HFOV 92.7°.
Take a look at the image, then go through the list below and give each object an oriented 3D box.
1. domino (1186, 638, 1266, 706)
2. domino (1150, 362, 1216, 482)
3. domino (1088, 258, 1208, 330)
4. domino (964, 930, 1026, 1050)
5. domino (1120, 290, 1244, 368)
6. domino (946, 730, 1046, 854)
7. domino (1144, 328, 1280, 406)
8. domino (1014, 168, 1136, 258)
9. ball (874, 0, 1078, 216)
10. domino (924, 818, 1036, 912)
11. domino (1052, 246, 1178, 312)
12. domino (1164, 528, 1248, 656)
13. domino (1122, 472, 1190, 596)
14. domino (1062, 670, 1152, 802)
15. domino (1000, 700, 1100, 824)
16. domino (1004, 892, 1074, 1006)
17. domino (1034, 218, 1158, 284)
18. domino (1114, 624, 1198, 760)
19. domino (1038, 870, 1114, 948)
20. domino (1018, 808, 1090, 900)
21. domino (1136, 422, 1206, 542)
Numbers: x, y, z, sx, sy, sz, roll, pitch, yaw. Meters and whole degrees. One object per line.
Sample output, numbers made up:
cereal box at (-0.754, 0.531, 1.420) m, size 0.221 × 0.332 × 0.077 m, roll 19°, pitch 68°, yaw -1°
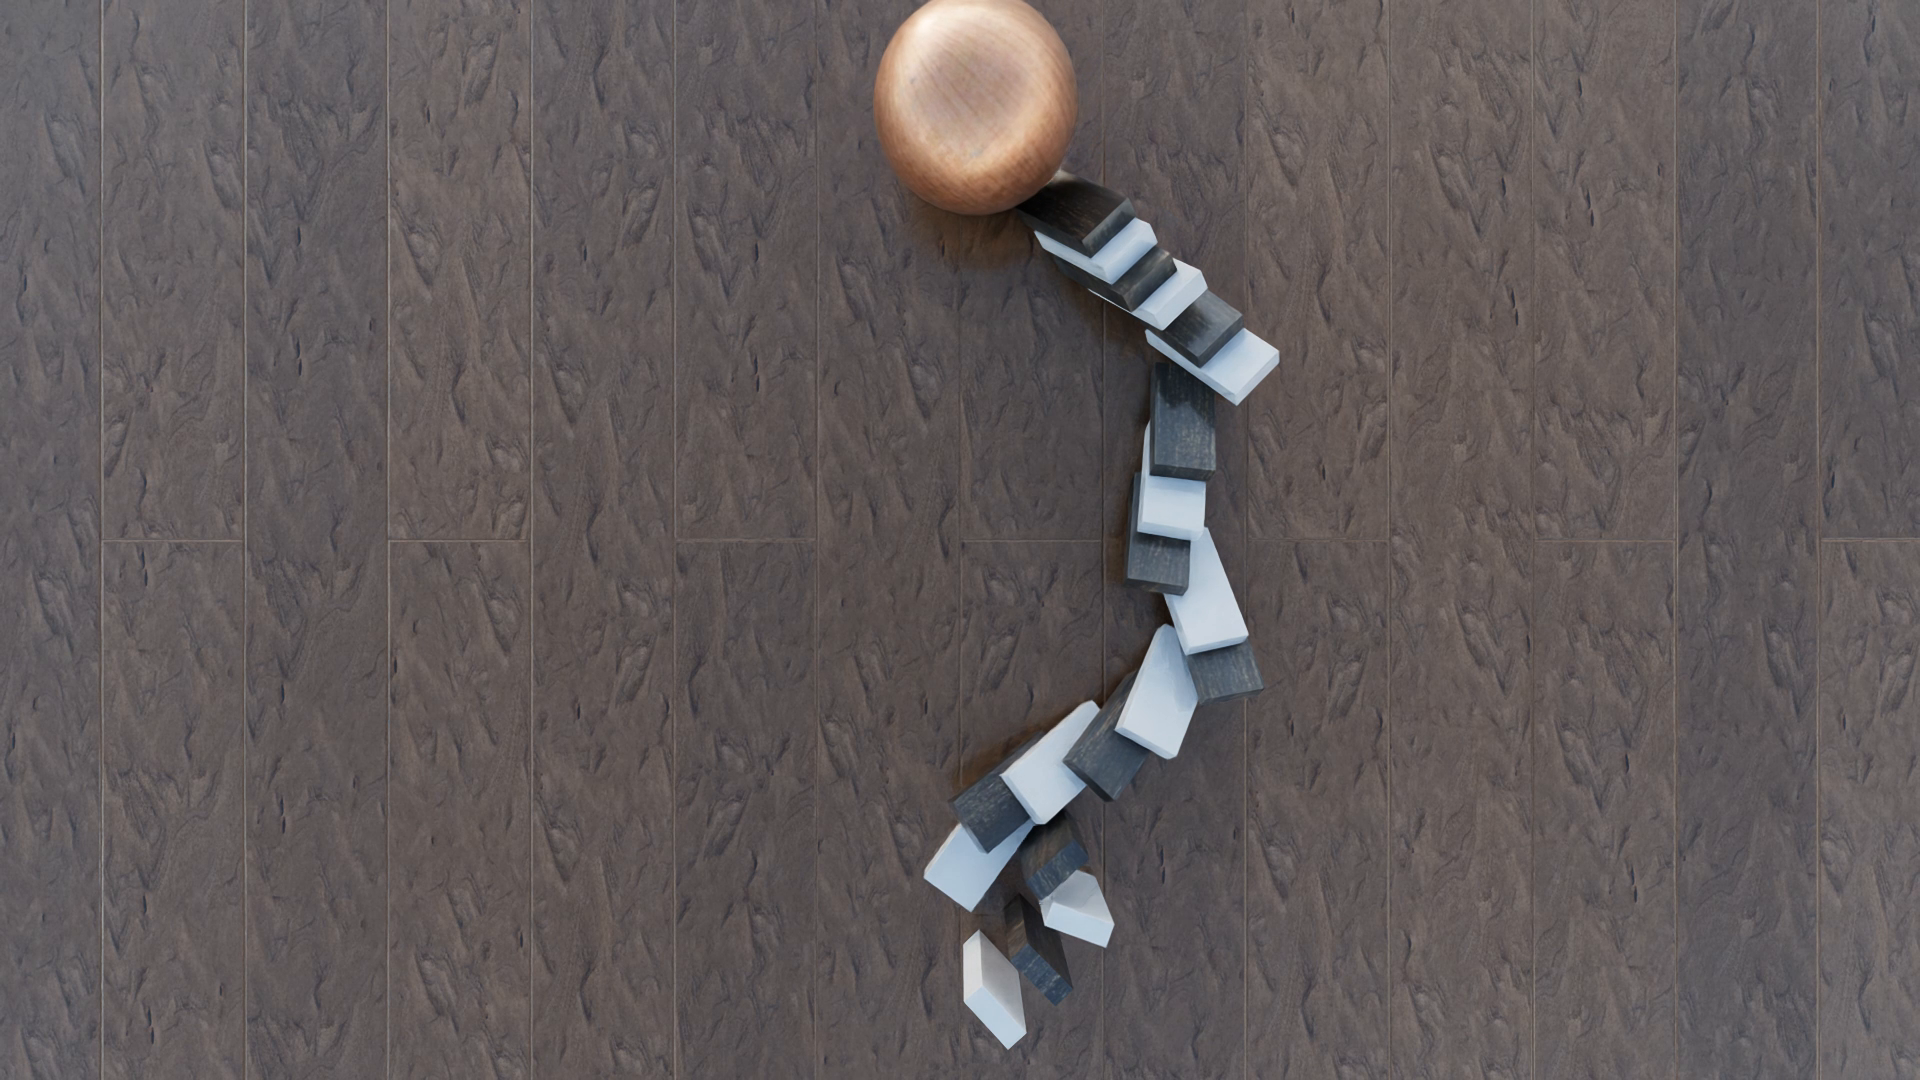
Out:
domino at (0.106, 0.042, 0.384) m, size 0.025 × 0.010 × 0.050 m, roll -10°, pitch 64°, yaw -4°
domino at (0.093, -0.050, 0.385) m, size 0.025 × 0.010 × 0.050 m, roll 6°, pitch 66°, yaw 0°
domino at (0.075, -0.107, 0.379) m, size 0.025 × 0.050 × 0.010 m, roll -43°, pitch 135°, yaw 0°
domino at (0.013, 0.182, 0.375) m, size 0.010 × 0.050 × 0.025 m, roll -43°, pitch 90°, yaw 0°
domino at (0.091, -0.097, 0.384) m, size 0.025 × 0.010 × 0.050 m, roll -44°, pitch 63°, yaw 0°
domino at (0.022, 0.105, 0.385) m, size 0.050 × 0.010 × 0.025 m, roll -33°, pitch 87°, yaw -23°
domino at (0.105, -0.081, 0.384) m, size 0.025 × 0.009 × 0.050 m, roll -45°, pitch 63°, yaw -1°
domino at (0.047, -0.136, 0.379) m, size 0.025 × 0.010 × 0.050 m, roll -43°, pitch 45°, yaw 0°
ball at (0.006, -0.170, 0.360) m, size 0.080 × 0.080 × 0.080 m, roll 0°, pitch 90°, yaw 0°
domino at (0.009, 0.131, 0.395) m, size 0.025 × 0.010 × 0.050 m, roll 36°, pitch 90°, yaw 0°
domino at (0.063, -0.114, 0.379) m, size 0.025 × 0.010 × 0.050 m, roll -43°, pitch 45°, yaw 0°
domino at (0.099, 0.021, 0.384) m, size 0.025 × 0.010 × 0.050 m, roll -12°, pitch 64°, yaw -5°
domino at (0.083, -0.003, 0.385) m, size 0.025 × 0.009 × 0.050 m, roll 9°, pitch 64°, yaw 1°
domino at (0.068, 0.082, 0.385) m, size 0.025 × 0.009 × 0.050 m, roll 43°, pitch 66°, yaw 0°
domino at (0.044, 0.093, 0.386) m, size 0.050 × 0.010 × 0.025 m, roll -36°, pitch 89°, yaw -23°
domino at (0.031, 0.166, 0.375) m, size 0.009 × 0.050 × 0.025 m, roll -45°, pitch 90°, yaw 0°
domino at (0.055, -0.125, 0.379) m, size 0.025 × 0.010 × 0.050 m, roll -43°, pitch 45°, yaw 0°
domino at (0.087, 0.063, 0.386) m, size 0.025 × 0.010 × 0.050 m, roll 29°, pitch 66°, yaw 0°
domino at (0.046, 0.147, 0.375) m, size 0.025 × 0.050 × 0.009 m, roll 20°, pitch 90°, yaw 0°
domino at (0.037, 0.126, 0.375) m, size 0.025 × 0.050 × 0.010 m, roll -42°, pitch 90°, yaw 0°
domino at (0.090, -0.026, 0.385) m, size 0.025 × 0.010 × 0.050 m, roll 10°, pitch 64°, yaw 1°
